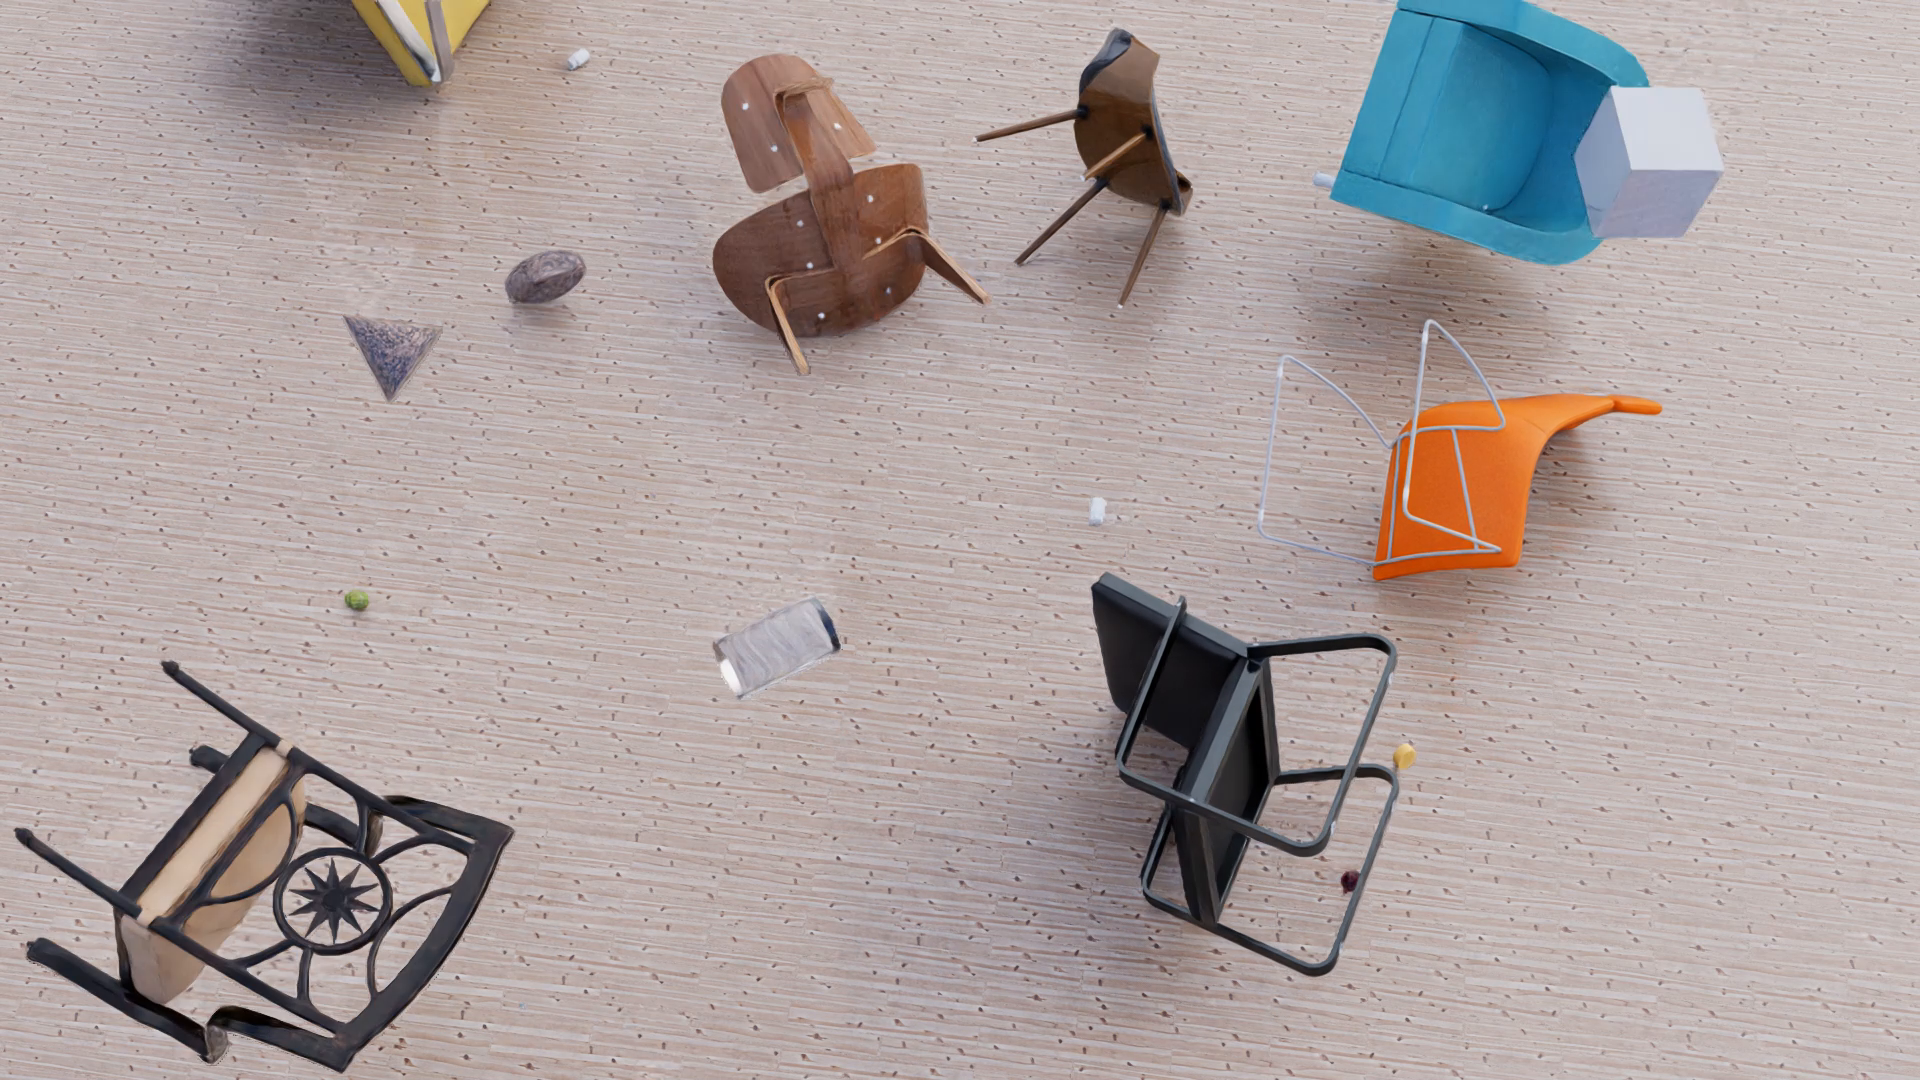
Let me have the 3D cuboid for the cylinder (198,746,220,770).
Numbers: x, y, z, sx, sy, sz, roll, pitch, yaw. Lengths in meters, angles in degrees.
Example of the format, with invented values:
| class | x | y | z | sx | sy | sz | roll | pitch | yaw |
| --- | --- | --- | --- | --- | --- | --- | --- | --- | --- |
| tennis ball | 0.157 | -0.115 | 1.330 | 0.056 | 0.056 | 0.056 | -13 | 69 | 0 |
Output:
| class | x | y | z | sx | sy | sz | roll | pitch | yaw |
| --- | --- | --- | --- | --- | --- | --- | --- | --- | --- |
| cylinder | -2.097 | 0.607 | 6.135 | 0.037 | 0.051 | 0.060 | -37 | 47 | -22 |

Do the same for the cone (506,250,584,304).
| class | x | y | z | sx | sy | sz | roll | pitch | yaw |
| --- | --- | --- | --- | --- | --- | --- | --- | --- | --- |
| cone | -1.335 | -0.830 | 6.993 | 0.273 | 0.126 | 0.151 | -19 | 100 | 7 |

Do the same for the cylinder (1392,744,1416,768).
| class | x | y | z | sx | sy | sz | roll | pitch | yaw |
| --- | --- | --- | --- | --- | --- | --- | --- | --- | --- |
| cylinder | 1.237 | 0.602 | 6.124 | 0.054 | 0.074 | 0.028 | -23 | 65 | -37 |

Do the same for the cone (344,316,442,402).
| class | x | y | z | sx | sy | sz | roll | pitch | yaw |
| --- | --- | --- | --- | --- | --- | --- | --- | --- | --- |
| cone | -1.513 | -0.520 | 5.727 | 0.223 | 0.172 | 0.242 | 35 | 97 | -10 |

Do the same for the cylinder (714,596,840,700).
| class | x | y | z | sx | sy | sz | roll | pitch | yaw |
| --- | --- | --- | --- | --- | --- | --- | --- | --- | --- |
| cylinder | -0.522 | 0.305 | 6.262 | 0.312 | 0.176 | 0.183 | -26 | 63 | -17 |

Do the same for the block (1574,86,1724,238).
| class | x | y | z | sx | sy | sz | roll | pitch | yaw |
| --- | --- | --- | --- | --- | --- | --- | --- | --- | --- |
| block | 2.056 | -1.128 | 6.583 | 0.280 | 0.322 | 0.310 | 0 | 61 | -6 |
